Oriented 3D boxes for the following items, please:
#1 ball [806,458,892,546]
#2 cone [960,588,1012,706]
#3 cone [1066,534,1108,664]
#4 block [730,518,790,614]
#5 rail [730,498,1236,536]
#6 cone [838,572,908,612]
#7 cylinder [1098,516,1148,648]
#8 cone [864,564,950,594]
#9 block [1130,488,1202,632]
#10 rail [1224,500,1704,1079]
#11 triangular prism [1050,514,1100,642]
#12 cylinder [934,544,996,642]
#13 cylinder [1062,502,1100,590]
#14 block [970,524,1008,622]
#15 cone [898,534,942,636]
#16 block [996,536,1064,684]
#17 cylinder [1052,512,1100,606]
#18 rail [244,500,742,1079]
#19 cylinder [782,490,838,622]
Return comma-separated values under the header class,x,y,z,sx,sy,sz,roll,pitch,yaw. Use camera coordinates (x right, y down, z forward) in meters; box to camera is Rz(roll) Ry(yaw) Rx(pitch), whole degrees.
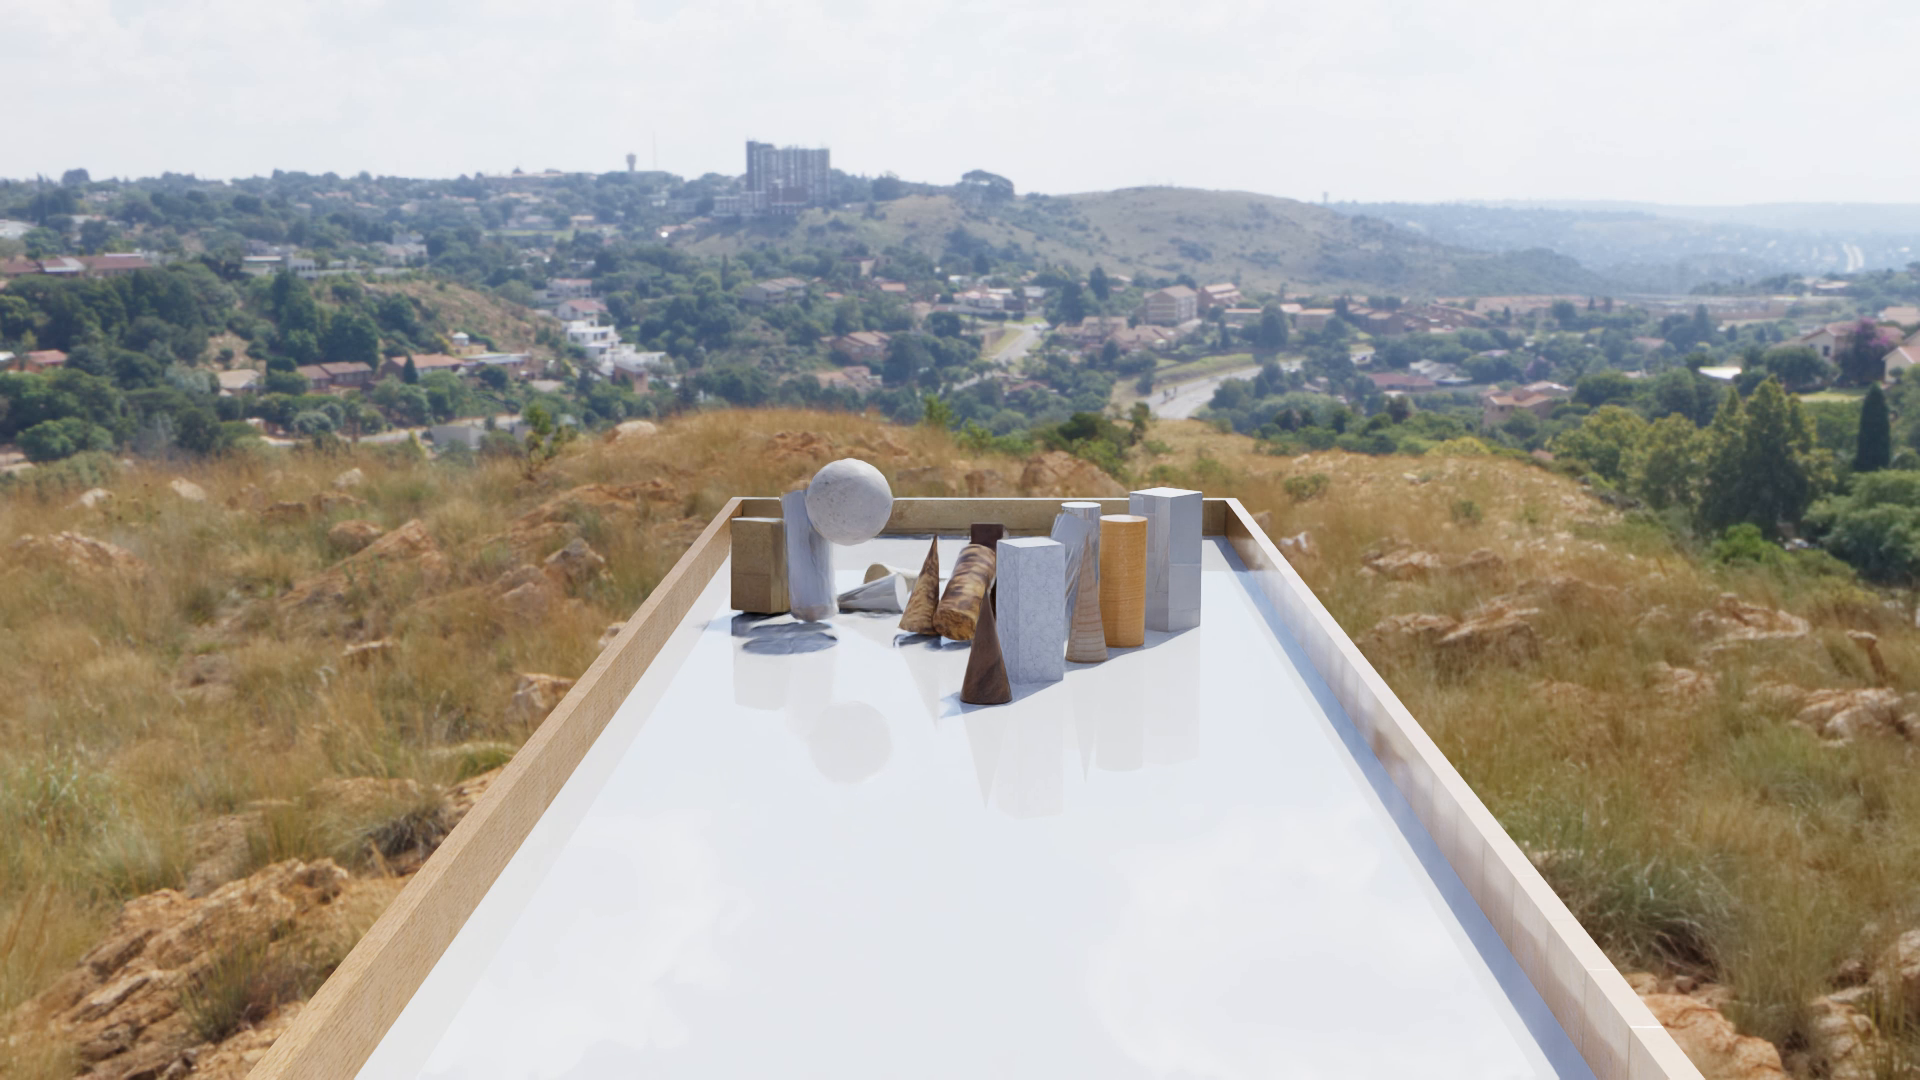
class,x,y,z,sx,sy,sz,roll,pitch,yaw
ball,-0.363,-0.124,7.201,0.284,0.284,0.284,0,9,0
cone,0.073,0.286,6.161,0.152,0.327,0.152,0,9,0
cone,0.386,0.165,6.685,0.131,0.401,0.131,0,9,0
block,-0.659,0.084,7.445,0.164,0.308,0.164,4,5,30
rail,0.099,-0.098,9.147,2.100,0.150,0.050,0,9,1
cone,-0.369,0.205,7.496,0.359,0.141,0.141,-9,7,14
cylinder,0.510,0.129,6.919,0.150,0.398,0.150,1,9,0
cone,-0.159,0.145,7.763,0.137,0.137,0.372,8,7,43
block,0.671,0.063,7.196,0.170,0.443,0.170,9,12,43
rail,1.046,0.843,3.208,0.050,0.150,12.000,0,9,1
triangular prism,0.327,0.124,7.005,0.149,0.375,0.129,17,-3,5
cylinder,0.024,0.168,7.037,0.139,0.139,0.301,3,44,20
cylinder,0.394,0.084,7.194,0.128,0.403,0.128,0,9,0
block,0.087,0.113,7.239,0.106,0.314,0.106,2,-13,12
cone,-0.101,0.133,7.060,0.145,0.327,0.145,10,4,-1
block,0.205,0.205,6.427,0.147,0.403,0.147,-4,10,-25
cylinder,0.295,0.127,6.867,0.125,0.410,0.125,25,-3,2
rail,-1.004,0.839,3.234,0.050,0.150,12.000,0,9,1
cylinder,-0.499,0.051,7.307,0.156,0.412,0.156,-6,-22,-2
